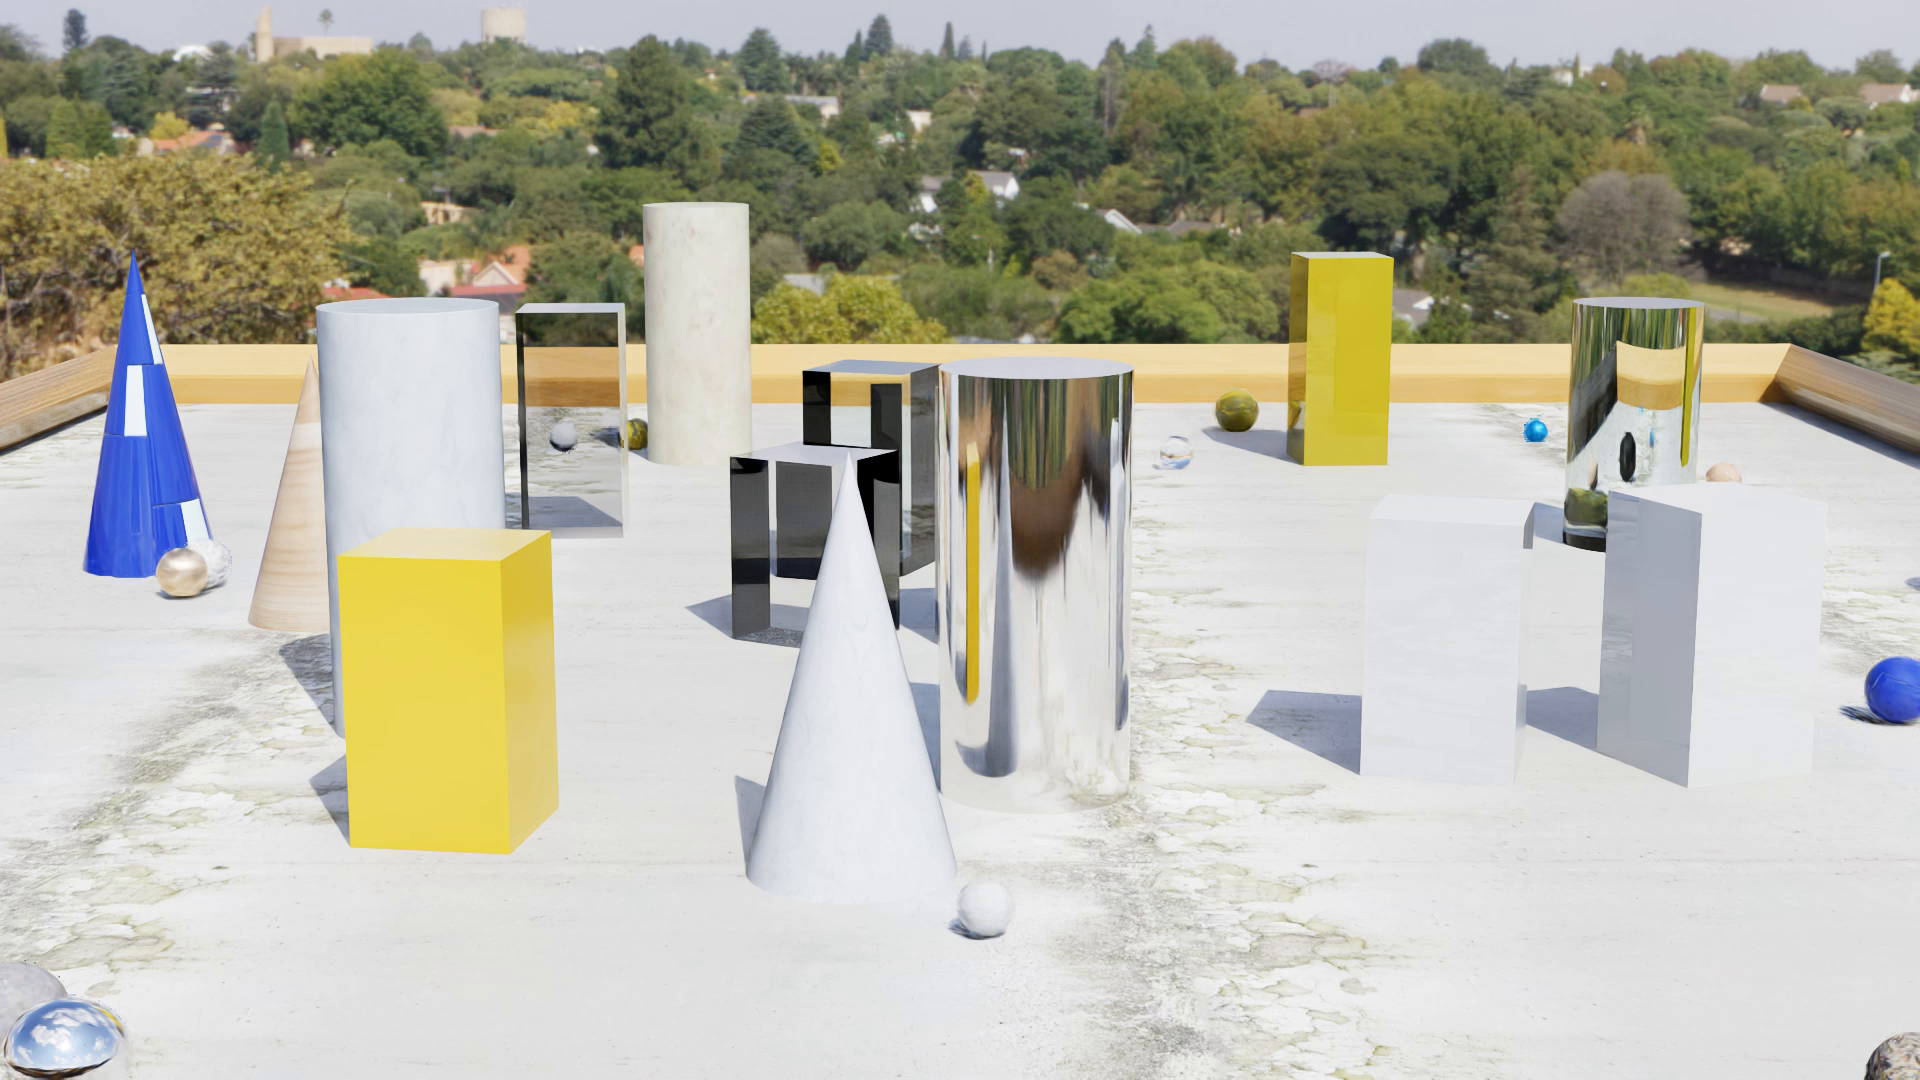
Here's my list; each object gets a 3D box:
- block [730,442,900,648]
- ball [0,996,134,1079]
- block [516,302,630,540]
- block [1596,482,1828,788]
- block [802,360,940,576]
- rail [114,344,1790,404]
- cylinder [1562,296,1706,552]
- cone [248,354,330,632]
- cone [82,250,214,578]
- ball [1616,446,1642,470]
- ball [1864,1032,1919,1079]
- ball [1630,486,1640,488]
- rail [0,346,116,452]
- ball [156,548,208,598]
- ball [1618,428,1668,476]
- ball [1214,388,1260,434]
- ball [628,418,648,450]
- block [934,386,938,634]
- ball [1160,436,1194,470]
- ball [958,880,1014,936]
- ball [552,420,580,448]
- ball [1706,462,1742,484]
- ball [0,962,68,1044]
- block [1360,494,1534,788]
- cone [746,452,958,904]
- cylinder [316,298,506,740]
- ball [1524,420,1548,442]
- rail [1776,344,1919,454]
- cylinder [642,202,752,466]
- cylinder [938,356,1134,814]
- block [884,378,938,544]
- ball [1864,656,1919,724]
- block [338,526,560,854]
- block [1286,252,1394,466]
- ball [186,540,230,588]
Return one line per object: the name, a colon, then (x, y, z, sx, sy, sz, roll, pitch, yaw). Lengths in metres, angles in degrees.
block: (-0.185, 0.006, 3.294, 0.156, 0.237, 0.156, 6, 12, 30)
ball: (-0.621, 0.362, 1.780, 0.089, 0.089, 0.089, 0, 11, 0)
block: (-0.606, -0.189, 4.030, 0.156, 0.352, 0.156, -1, 11, -3)
block: (0.784, 0.095, 2.686, 0.156, 0.284, 0.156, -4, 11, -21)
block: (-0.126, -0.109, 3.763, 0.156, 0.291, 0.156, 4, 11, 21)
rail: (-0.012, -0.357, 5.547, 3.636, 0.126, 0.045, 0, 11, 0)
cylinder: (1.027, -0.177, 3.917, 0.195, 0.370, 0.195, 0, 11, 0)
cone: (-0.851, -0.072, 3.394, 0.195, 0.353, 0.195, 0, 11, 0)
cone: (-1.192, -0.192, 3.739, 0.195, 0.464, 0.195, 0, 11, 0)
ball: (1.212, -0.148, 4.649, 0.045, 0.045, 0.045, 0, 11, 0)
ball: (0.660, 0.374, 1.768, 0.070, 0.070, 0.070, 0, 11, 0)
ball: (1.070, -0.054, 4.064, 0.061, 0.061, 0.061, 0, 11, 0)
rail: (-1.794, 0.034, 3.439, 0.045, 0.126, 4.315, 0, 11, 0)
ball: (-1.073, 0.045, 3.541, 0.069, 0.069, 0.069, 0, 11, 0)
ball: (1.220, -0.157, 4.584, 0.088, 0.088, 0.088, 0, 11, 0)
ball: (0.553, -0.258, 5.123, 0.089, 0.089, 0.089, 0, 11, 0)
ball: (-0.618, -0.202, 4.895, 0.061, 0.061, 0.061, 0, 11, 0)
block: (0.062, -0.027, 3.244, 0.156, 0.321, 0.156, -3, 11, -13)
ball: (0.393, -0.159, 4.661, 0.062, 0.062, 0.062, 0, 11, 0)
ball: (0.022, 0.311, 2.169, 0.048, 0.048, 0.048, 0, 11, 0)
ball: (-0.757, -0.205, 4.928, 0.055, 0.055, 0.055, 0, 11, 0)
ball: (1.300, -0.103, 4.371, 0.058, 0.058, 0.058, 0, 11, 0)
ball: (-0.691, 0.349, 1.875, 0.080, 0.080, 0.080, 0, 11, 0)
block: (0.511, 0.101, 2.687, 0.156, 0.271, 0.156, 3, 11, 16)
cone: (-0.099, 0.111, 2.314, 0.195, 0.388, 0.195, 0, 11, 0)
cylinder: (-0.598, -0.024, 2.820, 0.195, 0.468, 0.195, 0, 11, 0)
ball: (1.121, -0.211, 4.993, 0.044, 0.044, 0.044, 0, 11, 0)
rail: (1.794, 0.031, 3.459, 0.045, 0.126, 4.315, 0, 11, 0)
cylinder: (-0.485, -0.384, 4.754, 0.195, 0.471, 0.195, 0, 11, 0)
cylinder: (0.076, 0.041, 2.578, 0.195, 0.430, 0.195, 0, 11, 0)
block: (-0.032, -0.125, 4.000, 0.156, 0.236, 0.156, -1, 11, -8)
ball: (1.050, 0.167, 2.867, 0.076, 0.076, 0.076, 0, 11, 0)
block: (-0.486, 0.140, 2.455, 0.156, 0.279, 0.156, 2, 11, 8)
block: (0.702, -0.337, 4.751, 0.156, 0.380, 0.156, -1, 11, -5)
ball: (-1.063, 0.033, 3.609, 0.069, 0.069, 0.069, 0, 11, 0)
